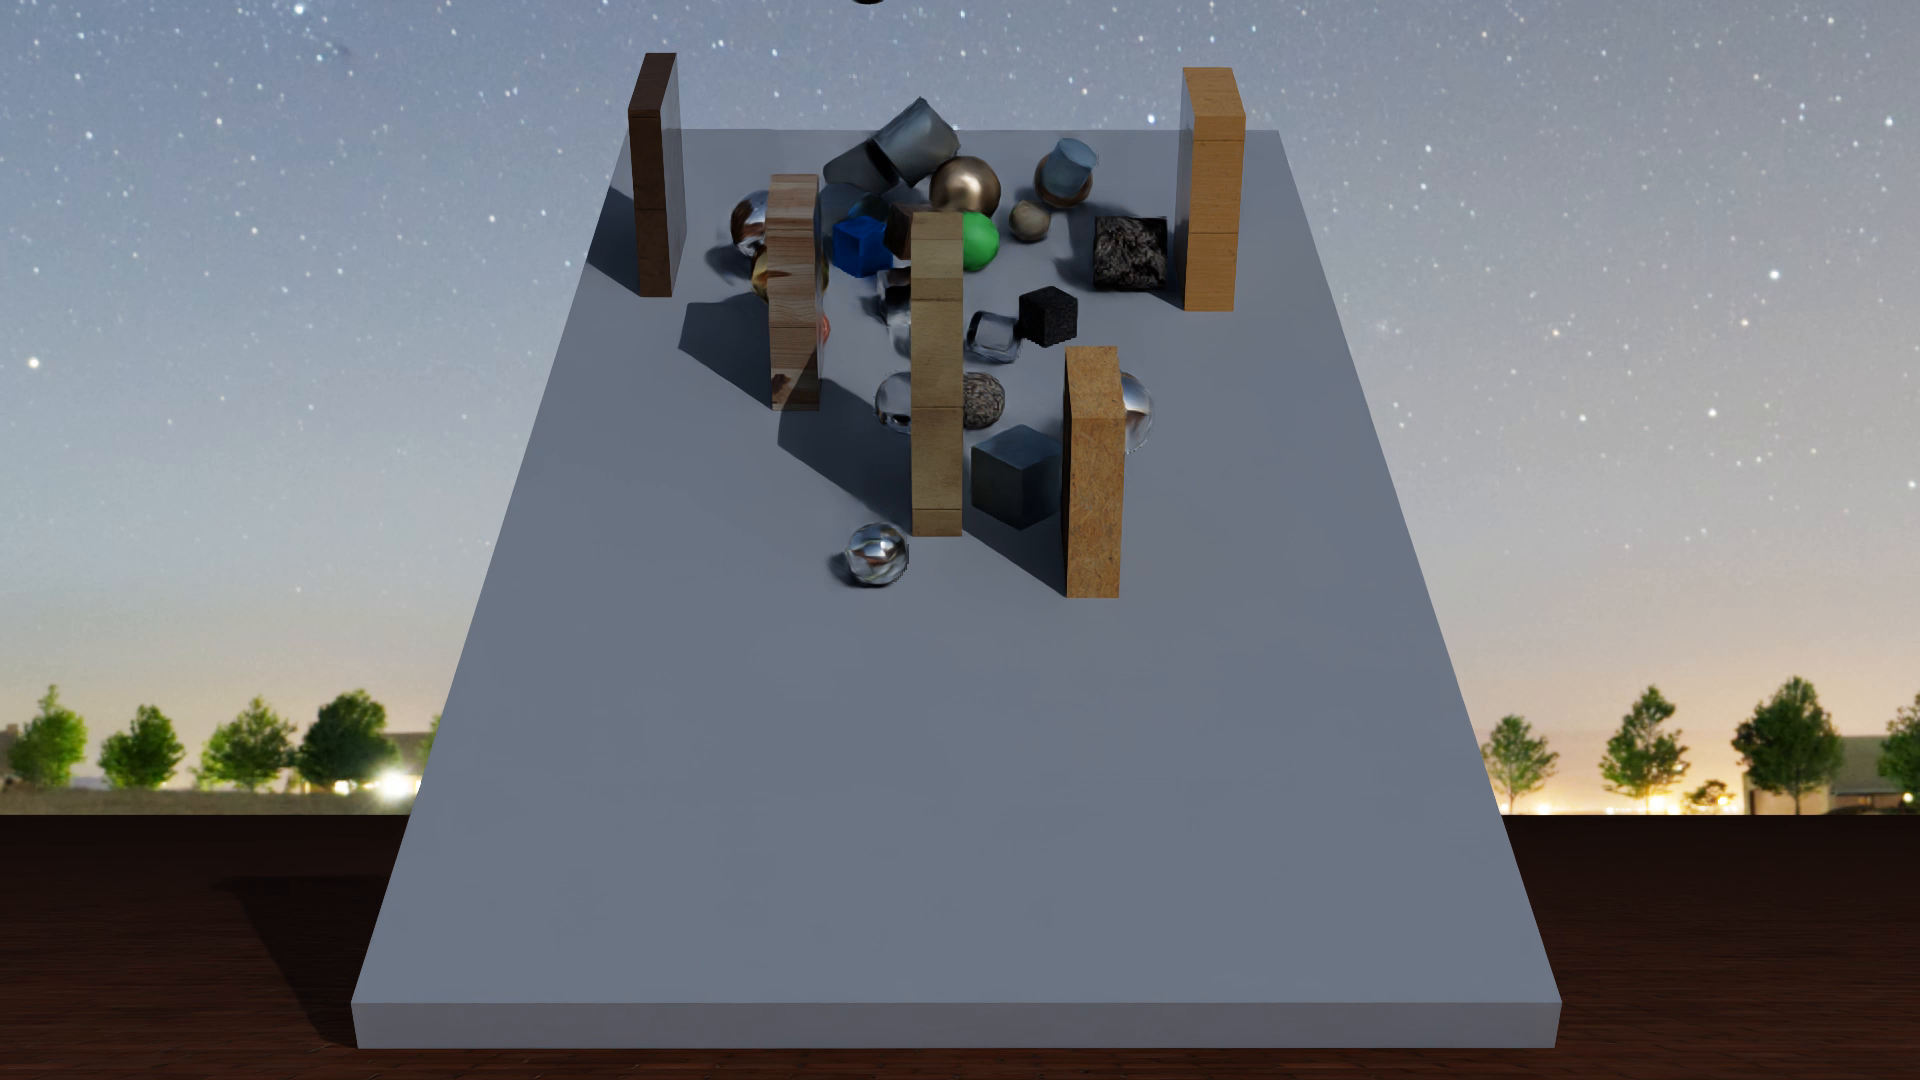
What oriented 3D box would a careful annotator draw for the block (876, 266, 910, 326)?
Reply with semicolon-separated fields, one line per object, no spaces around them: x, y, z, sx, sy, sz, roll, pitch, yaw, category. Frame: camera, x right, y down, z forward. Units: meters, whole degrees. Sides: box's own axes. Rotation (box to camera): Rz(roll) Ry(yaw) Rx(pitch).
-0.151;-0.631;6.264;0.109;0.109;0.109;-7;31;-13;block

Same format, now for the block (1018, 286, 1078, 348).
0.223;-0.568;6.163;0.107;0.107;0.107;-21;37;-32;block

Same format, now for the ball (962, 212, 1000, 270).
0.028;-0.804;6.511;0.159;0.159;0.159;0;-6;0;ball

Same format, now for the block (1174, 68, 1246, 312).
0.649;-0.919;6.341;0.128;0.535;0.364;0;30;0;block

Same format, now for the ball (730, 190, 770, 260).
-0.513;-0.832;6.431;0.197;0.197;0.197;0;-6;0;ball

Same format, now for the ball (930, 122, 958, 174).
-0.089;-1.156;7.101;0.168;0.168;0.168;0;-6;0;ball

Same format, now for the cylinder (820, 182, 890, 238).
-0.297;-0.890;6.648;0.155;0.155;0.155;6;15;-43;cylinder

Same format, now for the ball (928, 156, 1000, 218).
0.013;-0.971;6.753;0.202;0.202;0.202;0;-6;0;ball

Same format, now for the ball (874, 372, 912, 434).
-0.127;-0.317;5.609;0.144;0.144;0.144;0;-6;0;ball

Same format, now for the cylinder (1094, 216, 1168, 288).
0.450;-0.762;6.415;0.185;0.185;0.185;1;-6;1;cylinder

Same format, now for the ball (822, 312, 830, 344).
-0.385;-0.530;6.082;0.119;0.119;0.119;0;-6;0;ball

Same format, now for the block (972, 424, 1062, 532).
0.135;-0.140;5.387;0.154;0.154;0.154;-26;39;-37;block

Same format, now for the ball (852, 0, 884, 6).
-0.274;-1.690;7.188;0.203;0.203;0.203;0;-6;0;ball

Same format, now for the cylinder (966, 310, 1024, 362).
0.087;-0.507;6.032;0.108;0.108;0.108;16;-2;17;cylinder

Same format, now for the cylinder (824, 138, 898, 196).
-0.279;-1.030;6.836;0.154;0.154;0.154;-27;-17;21;cylinder

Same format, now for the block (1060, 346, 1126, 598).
0.279;-0.144;5.127;0.109;0.426;0.329;0;30;0;block

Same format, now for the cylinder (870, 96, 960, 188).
-0.123;-1.108;6.748;0.179;0.179;0.179;-39;-9;1;cylinder

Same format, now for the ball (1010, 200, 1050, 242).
0.193;-0.883;6.691;0.115;0.115;0.115;0;-6;0;ball

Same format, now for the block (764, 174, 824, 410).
-0.395;-0.595;5.817;0.111;0.498;0.272;0;30;0;block

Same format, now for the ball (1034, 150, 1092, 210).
0.293;-1.024;6.878;0.169;0.169;0.169;0;-6;0;ball

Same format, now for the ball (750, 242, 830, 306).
-0.430;-0.675;6.133;0.202;0.202;0.202;0;-6;0;ball

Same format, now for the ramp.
-0.013;-0.206;5.749;2.000;0.100;4.000;0;30;0;ramp

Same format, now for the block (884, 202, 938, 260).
-0.115;-0.802;6.310;0.115;0.115;0.115;-2;29;-29;block

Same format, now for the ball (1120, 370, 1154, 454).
0.350;-0.295;5.608;0.198;0.198;0.198;0;-6;0;ball

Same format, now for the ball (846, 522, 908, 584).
-0.177;0.030;5.119;0.131;0.131;0.131;0;-6;0;ball

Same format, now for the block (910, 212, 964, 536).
-0.050;-0.362;5.304;0.109;0.619;0.345;0;30;0;block

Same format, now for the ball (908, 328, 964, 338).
-0.060;-0.518;6.046;0.137;0.137;0.137;0;-6;0;ball

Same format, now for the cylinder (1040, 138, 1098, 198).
0.294;-1.011;6.586;0.118;0.118;0.118;4;-44;-32;cylinder

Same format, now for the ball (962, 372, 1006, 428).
0.040;-0.331;5.729;0.136;0.136;0.136;0;-6;0;ball

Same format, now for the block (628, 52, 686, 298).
-0.800;-0.973;6.437;0.082;0.519;0.433;0;30;0;block

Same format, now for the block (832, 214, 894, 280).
-0.261;-0.790;6.526;0.117;0.117;0.117;-22;37;-33;block
